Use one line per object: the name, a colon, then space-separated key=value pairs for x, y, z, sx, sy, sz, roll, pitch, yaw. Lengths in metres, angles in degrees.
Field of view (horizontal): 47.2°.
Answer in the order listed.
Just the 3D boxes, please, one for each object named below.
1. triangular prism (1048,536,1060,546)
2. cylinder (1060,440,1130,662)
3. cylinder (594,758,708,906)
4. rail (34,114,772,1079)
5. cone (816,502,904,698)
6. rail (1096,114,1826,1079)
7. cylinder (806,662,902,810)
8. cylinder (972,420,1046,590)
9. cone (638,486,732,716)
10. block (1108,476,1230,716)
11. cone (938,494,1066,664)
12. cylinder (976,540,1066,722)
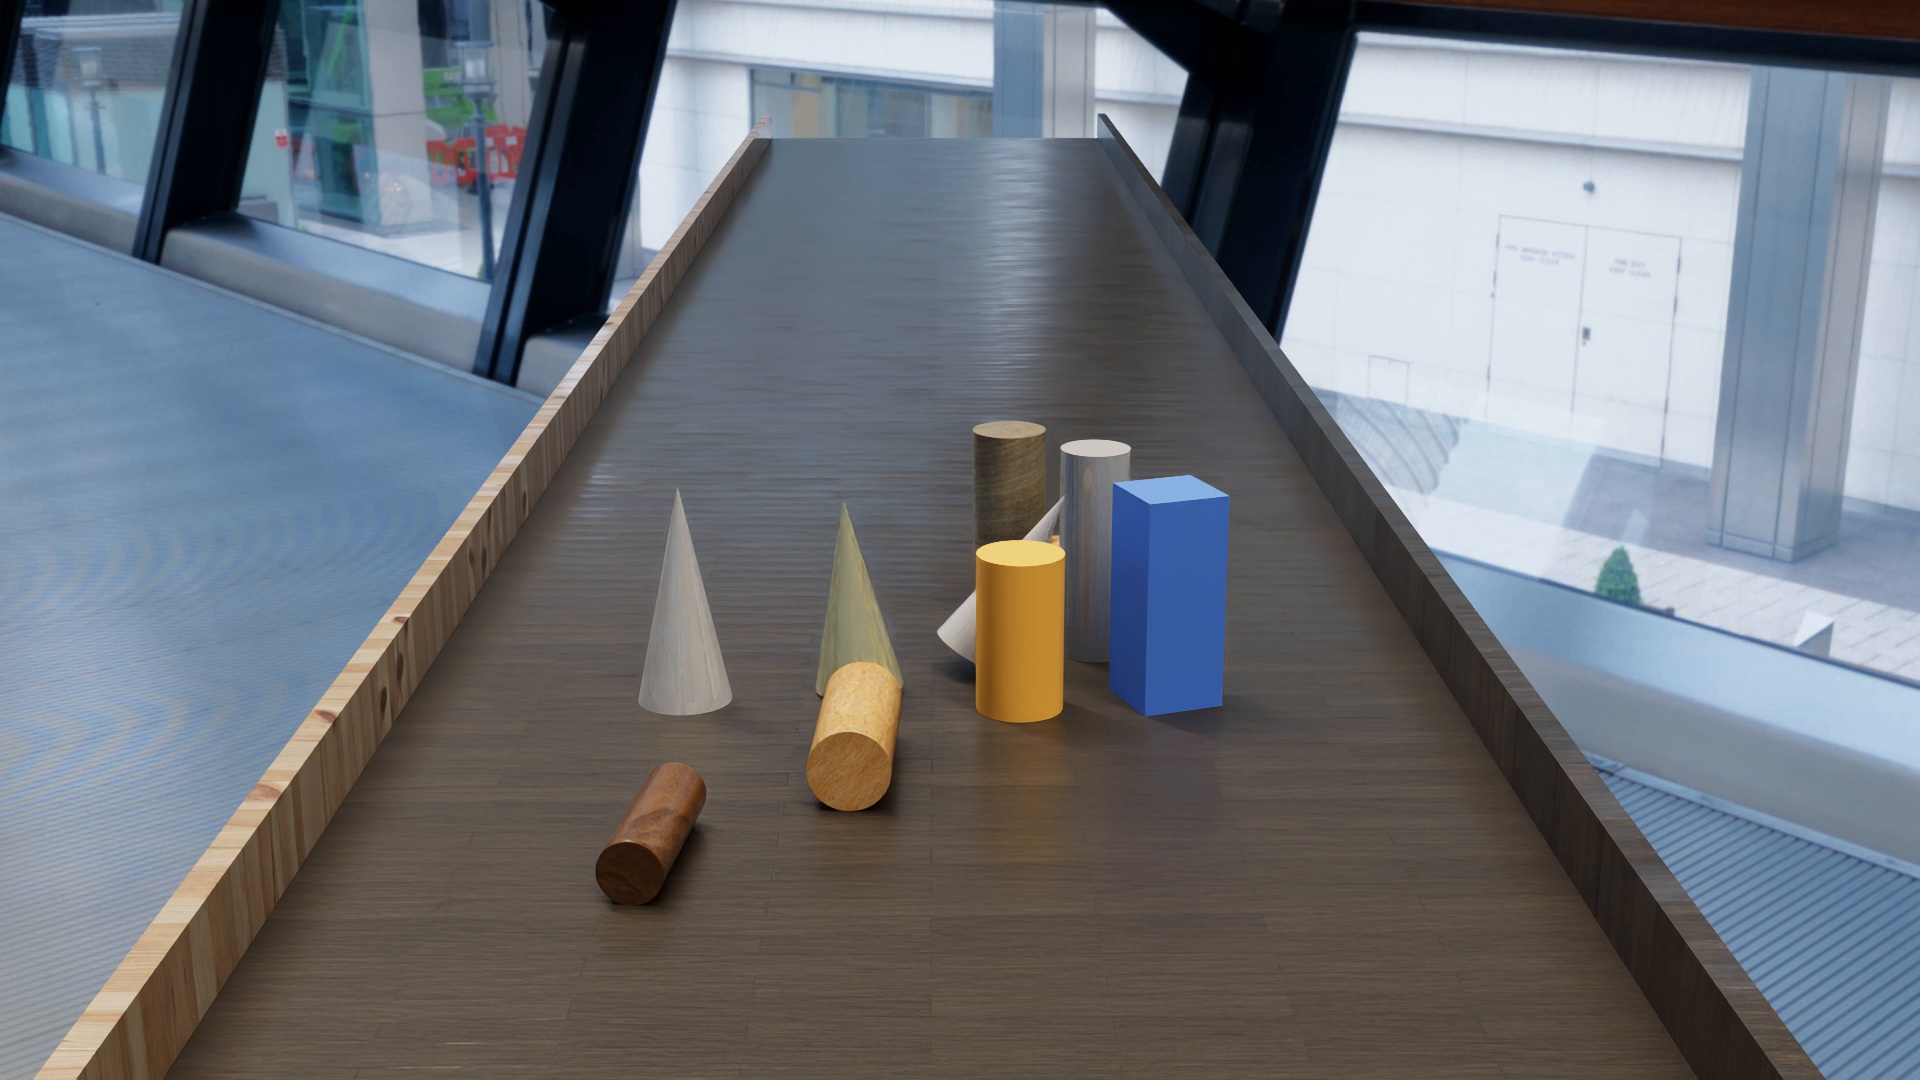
triangular prism: x=0.226 y=0.038 z=4.823 sx=0.333 sy=0.104 sz=0.120 roll=-1 pitch=-25 yaw=-4
cylinder: x=0.268 y=0.022 z=4.409 sx=0.139 sy=0.425 sz=0.139 roll=0 pitch=17 yaw=0
cylinder: x=-0.487 y=0.462 z=3.489 sx=0.105 sy=0.105 sz=0.317 roll=2 pitch=19 yaw=6
rail: x=-1.118 y=-0.838 z=7.780 sx=0.050 sy=0.150 sz=12.000 roll=0 pitch=17 yaw=-1
cone: x=-0.207 y=0.103 z=4.205 sx=0.171 sy=0.373 sz=0.171 roll=-4 pitch=14 yaw=1
rail: x=0.932 y=-0.844 z=7.801 sx=0.050 sy=0.150 sz=12.000 roll=0 pitch=17 yaw=-1
cylinder: x=-0.181 y=0.338 z=3.840 sx=0.143 sy=0.143 sz=0.345 roll=0 pitch=17 yaw=1
cylinder: x=0.104 y=-0.035 z=4.629 sx=0.152 sy=0.407 sz=0.152 roll=0 pitch=17 yaw=0
cone: x=-0.525 y=0.100 z=4.147 sx=0.179 sy=0.423 sz=0.179 roll=0 pitch=17 yaw=0
block: x=0.393 y=0.103 z=4.156 sx=0.162 sy=0.413 sz=0.162 roll=-6 pitch=18 yaw=-20
cone: x=0.114 y=0.064 z=4.318 sx=0.155 sy=0.368 sz=0.155 roll=30 pitch=11 yaw=-7
cylinder: x=0.113 y=0.170 z=4.122 sx=0.165 sy=0.304 sz=0.165 roll=0 pitch=17 yaw=0
